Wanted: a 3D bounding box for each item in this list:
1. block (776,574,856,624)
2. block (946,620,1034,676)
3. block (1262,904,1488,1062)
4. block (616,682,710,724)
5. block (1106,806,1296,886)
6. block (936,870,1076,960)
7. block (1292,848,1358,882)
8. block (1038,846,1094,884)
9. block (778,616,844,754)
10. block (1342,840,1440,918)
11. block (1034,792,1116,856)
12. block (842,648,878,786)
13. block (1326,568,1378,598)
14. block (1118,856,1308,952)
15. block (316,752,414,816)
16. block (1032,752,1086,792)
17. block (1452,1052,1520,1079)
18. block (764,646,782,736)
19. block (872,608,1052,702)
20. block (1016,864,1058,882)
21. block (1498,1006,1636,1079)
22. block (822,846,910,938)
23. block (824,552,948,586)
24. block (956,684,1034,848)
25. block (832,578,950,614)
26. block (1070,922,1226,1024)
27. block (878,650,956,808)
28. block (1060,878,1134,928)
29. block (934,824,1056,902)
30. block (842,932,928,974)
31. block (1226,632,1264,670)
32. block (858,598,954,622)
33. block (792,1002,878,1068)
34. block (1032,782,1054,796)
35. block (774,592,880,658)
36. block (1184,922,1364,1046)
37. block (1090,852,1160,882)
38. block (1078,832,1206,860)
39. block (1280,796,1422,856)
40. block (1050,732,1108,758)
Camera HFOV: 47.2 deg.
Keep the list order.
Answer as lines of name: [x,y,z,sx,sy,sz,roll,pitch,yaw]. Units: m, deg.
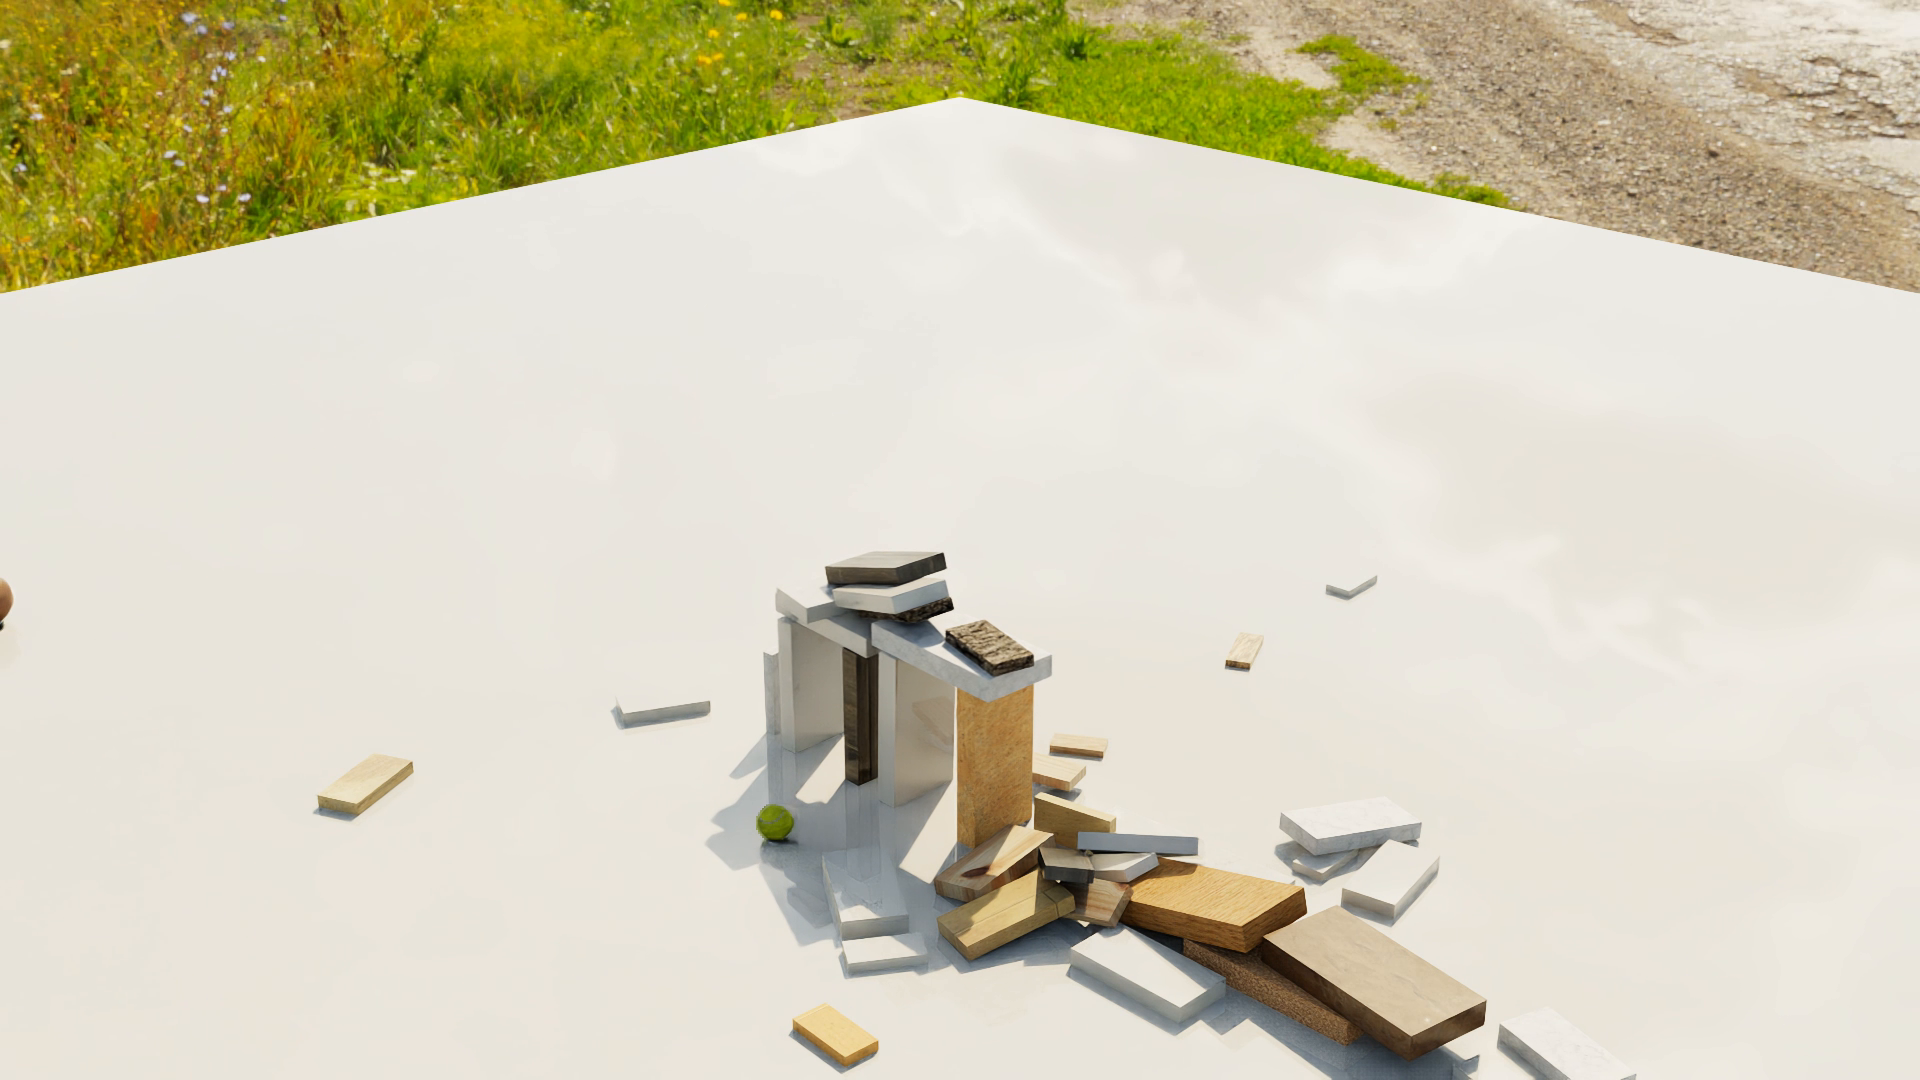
block: [-0.241,0.107,4.576,0.251,0.036,0.126,-14,27,-30]
block: [0.056,0.208,4.247,0.090,0.026,0.181,-13,26,-28]
block: [0.707,0.756,3.783,0.179,0.051,0.358,-15,27,-32]
block: [-0.659,0.361,4.874,0.193,0.027,0.097,-8,24,-17]
block: [0.440,0.618,4.266,0.426,0.030,0.107,19,29,37]
block: [0.085,0.687,4.046,0.229,0.032,0.114,-22,28,-22]
block: [0.712,0.618,4.279,0.067,0.019,0.133,18,29,37]
block: [0.197,0.608,4.116,0.090,0.026,0.181,6,2,-2]
block: [-0.313,0.289,4.691,0.043,0.303,0.152,21,31,41]
block: [0.824,0.646,4.200,0.107,0.030,0.214,15,27,31]
block: [0.225,0.562,4.324,0.173,0.086,0.024,15,26,31]
block: [-0.170,0.344,4.561,0.152,0.303,0.043,-20,30,-39]
block: [0.977,0.107,5.486,0.067,0.019,0.133,19,29,37]
block: [0.436,0.663,4.027,0.179,0.051,0.358,-21,17,-41]
block: [-1.226,0.503,4.541,0.097,0.027,0.193,9,25,20]
block: [0.172,0.475,4.555,0.159,0.023,0.080,12,26,26]
block: [0.884,0.897,3.623,0.067,0.019,0.133,-13,26,-29]
block: [-0.379,0.317,4.766,0.027,0.194,0.097,19,29,37]
block: [0.001,0.215,4.323,0.170,0.048,0.339,-20,30,-38]
block: [0.135,0.654,4.187,0.086,0.024,0.173,7,24,15]
block: [1.016,0.864,3.687,0.107,0.030,0.214,-12,26,-25]
block: [-0.180,0.662,4.155,0.125,0.035,0.250,-5,23,-11]
block: [-0.154,0.057,4.507,0.126,0.036,0.251,-18,11,-36]
block: [0.070,0.422,4.331,0.048,0.339,0.170,20,30,39]
block: [-0.141,0.107,4.412,0.126,0.036,0.251,-17,11,-29]
block: [0.333,0.767,3.909,0.125,0.035,0.255,-21,31,-40]
block: [-0.087,0.361,4.475,0.048,0.339,0.170,23,32,40]
block: [0.239,0.665,4.065,0.159,0.023,0.080,3,51,46]
block: [0.068,0.620,4.211,0.114,0.032,0.229,7,26,41]
block: [-0.136,0.746,3.976,0.145,0.021,0.072,-5,23,-11]
block: [0.665,0.258,5.132,0.059,0.017,0.156,8,24,17]
block: [-0.111,0.134,4.397,0.090,0.026,0.222,-18,11,-31]
block: [-0.213,0.843,3.749,0.072,0.021,0.145,-19,29,-37]
block: [0.130,0.485,4.588,0.080,0.023,0.159,-19,30,-38]
block: [-0.232,0.154,4.566,0.152,0.043,0.303,-19,30,-38]
block: [0.592,0.763,3.899,0.179,0.051,0.358,-21,31,-41]
block: [0.286,0.622,4.171,0.086,0.024,0.173,-21,6,-39]
block: [0.347,0.583,4.194,0.229,0.032,0.114,1,-13,13]
block: [0.772,0.564,4.348,0.250,0.035,0.125,-5,20,-25]
block: [0.254,0.439,4.704,0.117,0.017,0.059,5,24,13]
